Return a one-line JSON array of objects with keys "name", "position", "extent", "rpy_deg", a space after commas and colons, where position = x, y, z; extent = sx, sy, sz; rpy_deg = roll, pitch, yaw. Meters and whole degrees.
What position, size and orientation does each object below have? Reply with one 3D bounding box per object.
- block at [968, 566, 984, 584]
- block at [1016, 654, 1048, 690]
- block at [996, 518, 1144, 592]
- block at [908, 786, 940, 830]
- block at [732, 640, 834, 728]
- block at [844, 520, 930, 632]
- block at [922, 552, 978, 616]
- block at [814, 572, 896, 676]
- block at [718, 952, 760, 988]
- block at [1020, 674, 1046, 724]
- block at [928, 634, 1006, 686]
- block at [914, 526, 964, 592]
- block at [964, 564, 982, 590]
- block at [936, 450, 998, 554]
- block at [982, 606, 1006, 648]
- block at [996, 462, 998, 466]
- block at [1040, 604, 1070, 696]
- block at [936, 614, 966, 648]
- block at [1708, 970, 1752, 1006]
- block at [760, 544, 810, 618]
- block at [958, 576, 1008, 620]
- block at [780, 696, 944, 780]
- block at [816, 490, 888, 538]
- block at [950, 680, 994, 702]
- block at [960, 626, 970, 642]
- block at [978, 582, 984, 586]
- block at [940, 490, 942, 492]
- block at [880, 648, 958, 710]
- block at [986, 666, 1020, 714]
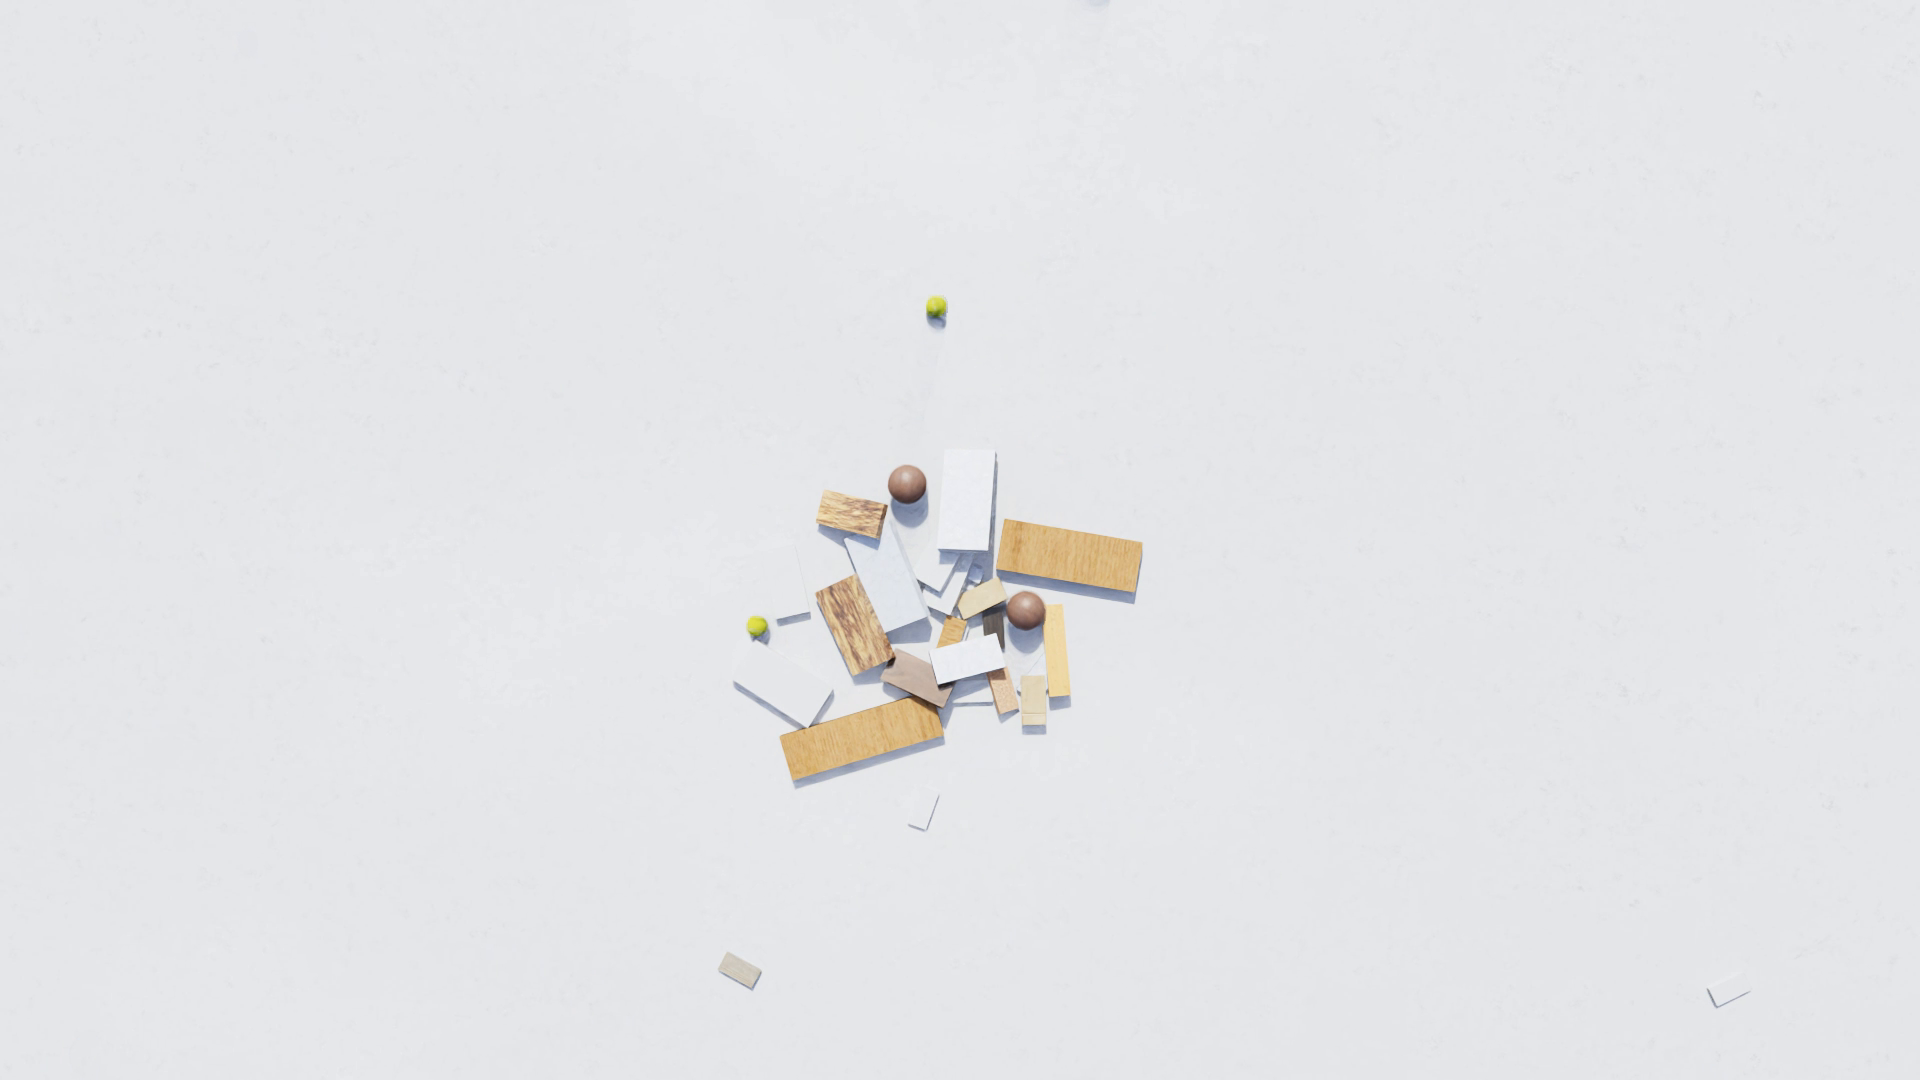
[{"name": "block", "position": [0.034, 0.107, 5.476], "extent": [0.091, 0.013, 0.045], "rpy_deg": [23, 91, 15]}, {"name": "block", "position": [0.269, 0.455, 5.489], "extent": [0.081, 0.023, 0.162], "rpy_deg": [37, 90, 0]}, {"name": "block", "position": [0.363, 0.051, 5.476], "extent": [0.465, 0.048, 0.169], "rpy_deg": [10, 90, 0]}, {"name": "block", "position": [-0.122, 0.891, 5.491], "extent": [0.065, 0.018, 0.130], "rpy_deg": [20, 90, 0]}, {"name": "block", "position": [-0.590, 0.476, 5.479], "extent": [0.303, 0.043, 0.152], "rpy_deg": [33, 90, 0]}, {"name": "block", "position": [-0.240, 0.122, 5.450], "extent": [0.169, 0.048, 0.338], "rpy_deg": [-22, 90, 19]}, {"name": "block", "position": [-0.036, 0.122, 5.469], "extent": [0.115, 0.033, 0.230], "rpy_deg": [22, 90, 15]}, {"name": "block", "position": [-0.348, 0.280, 5.455], "extent": [0.152, 0.043, 0.303], "rpy_deg": [-25, 90, 19]}, {"name": "block", "position": [-0.734, 1.430, 5.491], "extent": [0.130, 0.018, 0.065], "rpy_deg": [29, 90, 0]}, {"name": "block", "position": [0.243, 0.530, 5.466], "extent": [0.081, 0.023, 0.162], "rpy_deg": [-1, 90, 0]}, {"name": "block", "position": [0.023, 0.394, 5.434], "extent": [0.230, 0.033, 0.115], "rpy_deg": [-14, 78, -7]}, {"name": "block", "position": [-0.056, 0.043, 5.448], "extent": [0.115, 0.033, 0.230], "rpy_deg": [29, 92, 15]}, {"name": "block", "position": [0.037, 0.120, 5.494], "extent": [0.045, 0.013, 0.091], "rpy_deg": [21, 90, 0]}, {"name": "block", "position": [0.024, -0.128, 5.416], "extent": [0.169, 0.048, 0.337], "rpy_deg": [2, 77, 10]}, {"name": "block", "position": [0.111, 0.293, 5.484], "extent": [0.069, 0.020, 0.139], "rpy_deg": [-4, 95, 0]}, {"name": "block", "position": [0.061, -0.250, 5.492], "extent": [0.119, 0.017, 0.059], "rpy_deg": [18, 90, 0]}, {"name": "block", "position": [0.317, 0.365, 5.470], "extent": [0.072, 0.020, 0.303], "rpy_deg": [-4, 84, -6]}, {"name": "block", "position": [-0.031, 0.324, 5.471], "extent": [0.069, 0.020, 0.139], "rpy_deg": [18, 90, 0]}, {"name": "block", "position": [2.562, 1.492, 5.491], "extent": [0.130, 0.018, 0.065], "rpy_deg": [-26, 90, 0]}, {"name": "block", "position": [-0.580, 0.137, 5.484], "extent": [0.115, 0.033, 0.230], "rpy_deg": [-13, 90, 0]}, {"name": "block", "position": [0.072, 0.194, 5.461], "extent": [0.162, 0.023, 0.081], "rpy_deg": [-26, 74, 10]}, {"name": "block", "position": [-0.326, 0.648, 5.479], "extent": [0.524, 0.043, 0.152], "rpy_deg": [-17, 90, 0]}, {"name": "block", "position": [-0.357, -0.086, 5.437], "extent": [0.230, 0.033, 0.115], "rpy_deg": [14, 88, 24]}, {"name": "block", "position": [0.037, 0.503, 5.490], "extent": [0.144, 0.020, 0.072], "rpy_deg": [-2, 90, 0]}, {"name": "block", "position": [-0.025, 0.345, 5.490], "extent": [0.069, 0.020, 0.139], "rpy_deg": [18, 90, 0]}, {"name": "block", "position": [0.068, 0.185, 5.494], "extent": [0.045, 0.013, 0.091], "rpy_deg": [28, 90, 0]}, {"name": "block", "position": [0.000, -0.157, 5.474], "extent": [0.119, 0.017, 0.059], "rpy_deg": [28, 97, 10]}, {"name": "block", "position": [-0.134, 0.458, 5.454], "extent": [0.230, 0.033, 0.115], "rpy_deg": [25, 75, 8]}, {"name": "block", "position": [0.142, 0.498, 5.478], "extent": [0.072, 0.020, 0.144], "rpy_deg": [-16, 90, -21]}]
